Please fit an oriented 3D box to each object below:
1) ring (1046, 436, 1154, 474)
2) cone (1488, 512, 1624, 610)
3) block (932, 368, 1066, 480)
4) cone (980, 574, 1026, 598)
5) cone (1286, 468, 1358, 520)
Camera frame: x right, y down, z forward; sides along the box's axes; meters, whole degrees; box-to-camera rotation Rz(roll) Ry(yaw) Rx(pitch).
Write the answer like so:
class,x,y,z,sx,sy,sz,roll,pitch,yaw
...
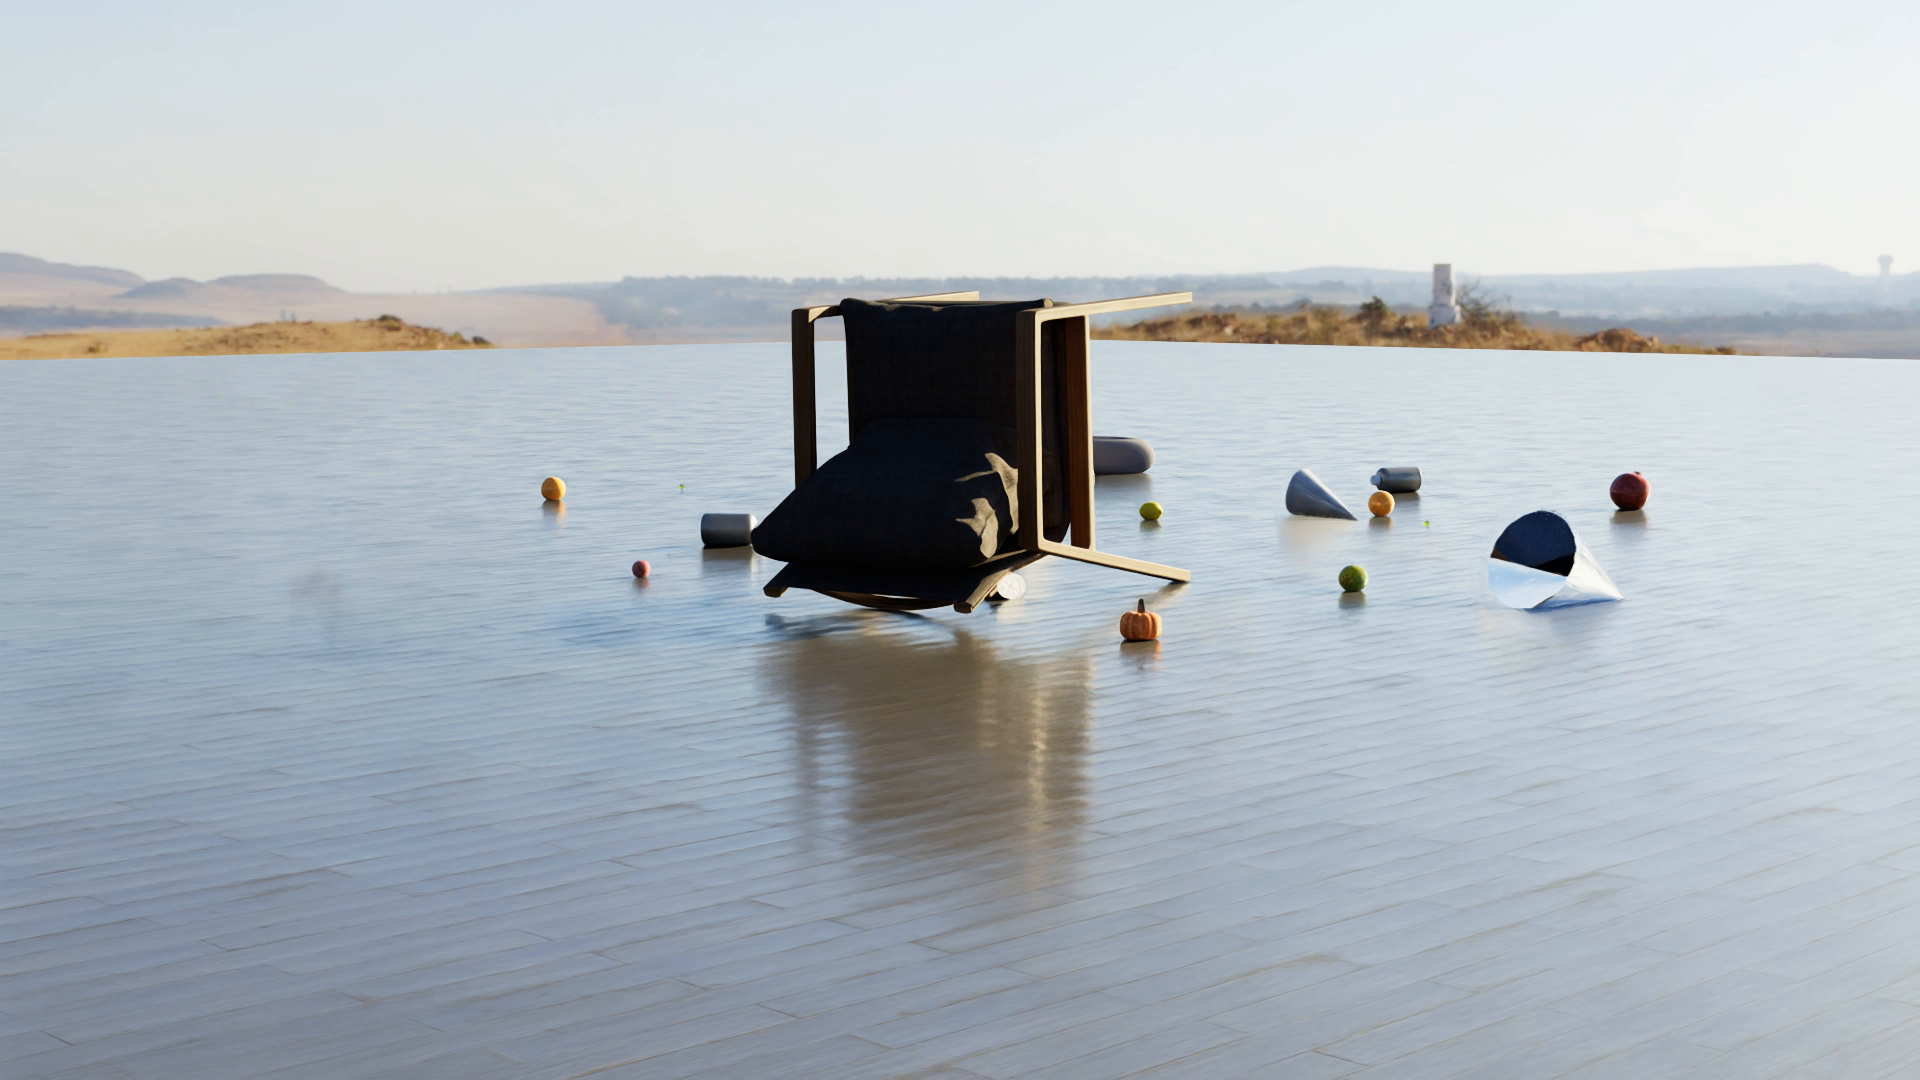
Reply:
class,x,y,z,sx,sy,sz,roll,pitch,yaw
ring,0.463,-0.286,8.632,0.388,0.117,0.226,2,7,10
cone,1.246,0.080,5.165,0.286,0.203,0.225,20,-14,-33
block,0.128,-0.377,8.317,0.300,0.309,0.267,-9,2,25
cone,0.072,0.104,5.277,0.085,0.052,0.100,-17,-4,36
cone,1.006,-0.093,6.993,0.117,0.143,0.212,-36,44,-27
